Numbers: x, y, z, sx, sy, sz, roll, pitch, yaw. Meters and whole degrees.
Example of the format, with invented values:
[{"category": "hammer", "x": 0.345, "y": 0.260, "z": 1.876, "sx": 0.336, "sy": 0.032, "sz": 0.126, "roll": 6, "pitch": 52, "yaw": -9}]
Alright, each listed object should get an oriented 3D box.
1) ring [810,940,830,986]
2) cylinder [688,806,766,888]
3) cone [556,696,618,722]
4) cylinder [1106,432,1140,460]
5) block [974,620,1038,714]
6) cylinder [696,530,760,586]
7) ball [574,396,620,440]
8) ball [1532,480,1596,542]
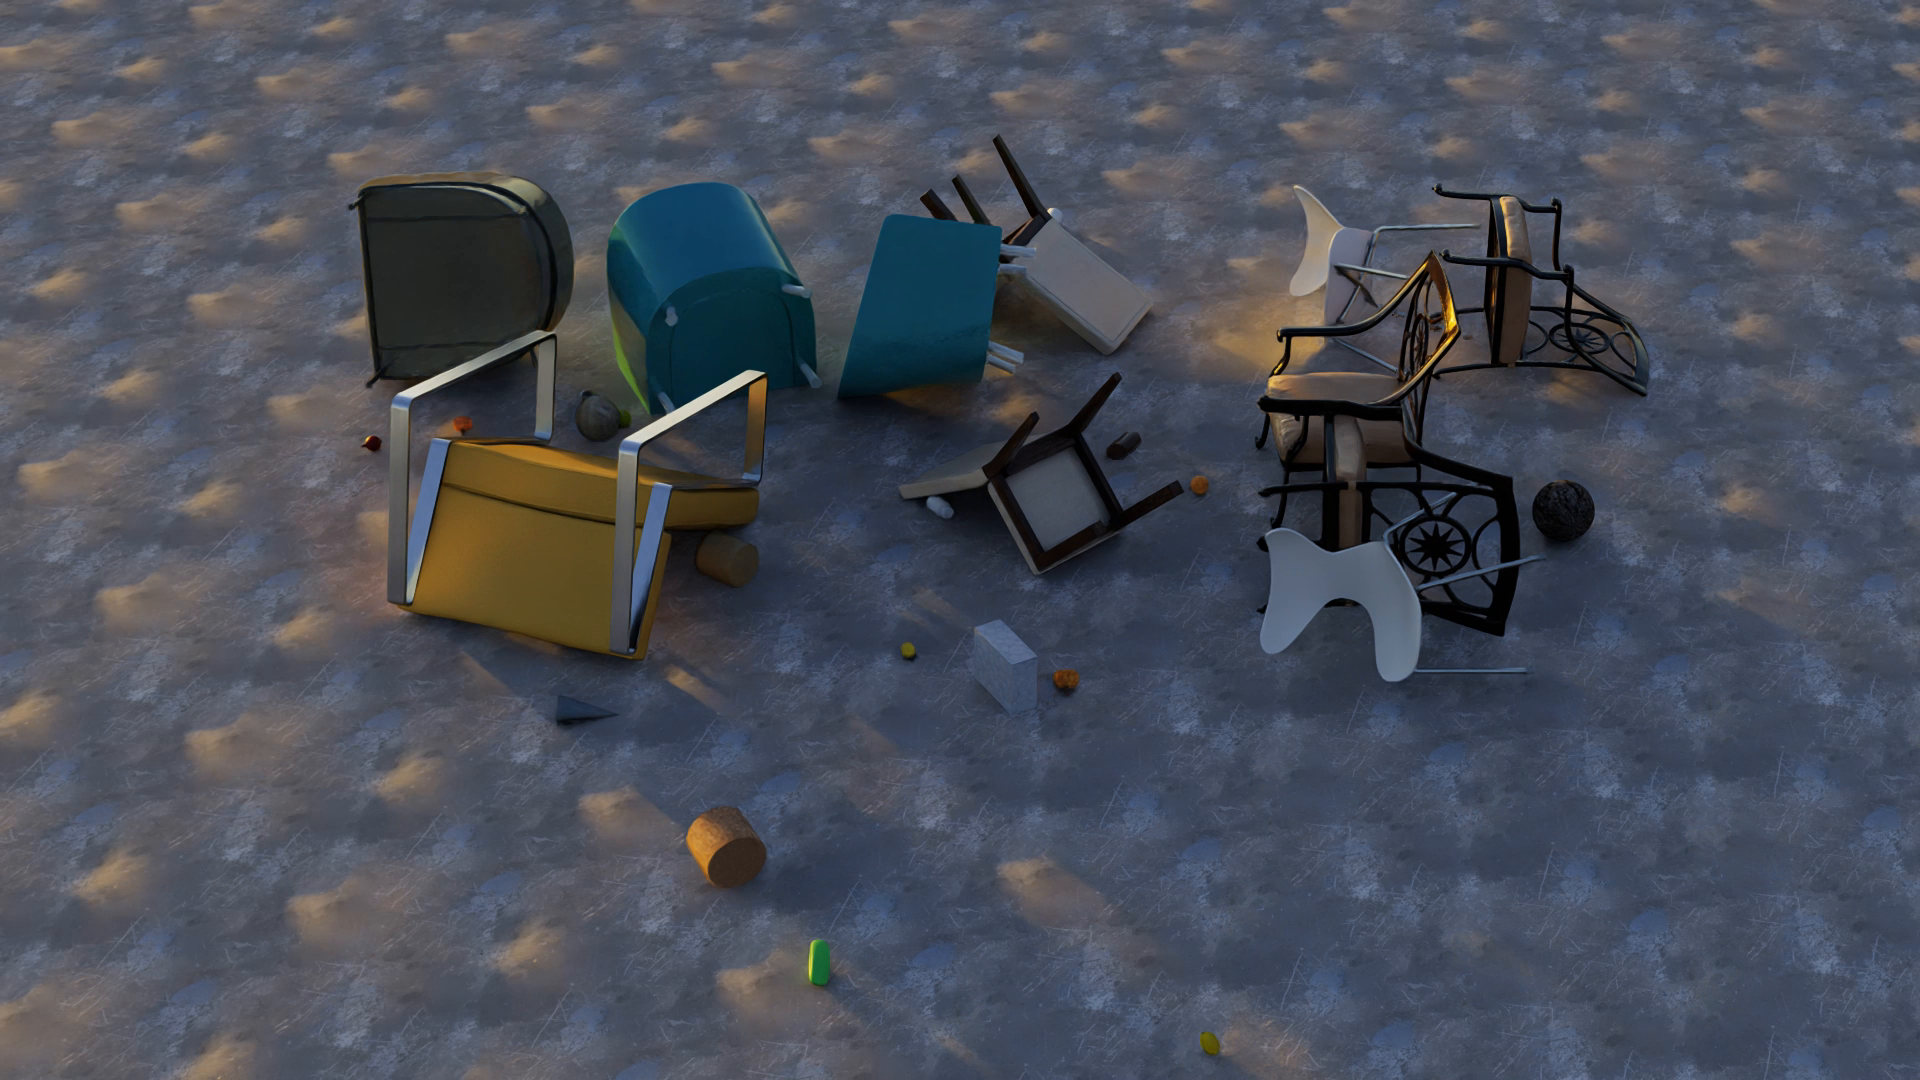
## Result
[{"category": "ring", "x": -0.428, "y": 1.287, "z": 8.935, "sx": 0.057, "sy": 0.062, "sz": 0.180, "roll": 7, "pitch": 39, "yaw": -9}, {"category": "cylinder", "x": -0.740, "y": 0.972, "z": 9.297, "sx": 0.199, "sy": 0.189, "sz": 0.177, "roll": -23, "pitch": 39, "yaw": -16}, {"category": "cone", "x": -1.268, "y": 0.587, "z": 10.019, "sx": 0.215, "sy": 0.078, "sz": 0.115, "roll": 6, "pitch": 32, "yaw": -9}, {"category": "cylinder", "x": 0.637, "y": -0.370, "z": 11.434, "sx": 0.100, "sy": 0.064, "sz": 0.112, "roll": -21, "pitch": 13, "yaw": 45}, {"category": "block", "x": 0.157, "y": 0.436, "z": 10.091, "sx": 0.102, "sy": 0.211, "sz": 0.255, "roll": -17, "pitch": 37, "yaw": -24}, {"category": "cylinder", "x": -0.846, "y": 0.068, "z": 10.689, "sx": 0.156, "sy": 0.172, "sz": 0.162, "roll": 22, "pitch": 83, "yaw": 30}, {"category": "ball", "x": -1.423, "y": -0.480, "z": 11.511, "sx": 0.177, "sy": 0.177, "sz": 0.177, "roll": 0, "pitch": 33, "yaw": 0}, {"category": "ball", "x": 2.244, "y": -0.109, "z": 10.901, "sx": 0.230, "sy": 0.230, "sz": 0.230, "roll": 0, "pitch": 33, "yaw": 0}]
